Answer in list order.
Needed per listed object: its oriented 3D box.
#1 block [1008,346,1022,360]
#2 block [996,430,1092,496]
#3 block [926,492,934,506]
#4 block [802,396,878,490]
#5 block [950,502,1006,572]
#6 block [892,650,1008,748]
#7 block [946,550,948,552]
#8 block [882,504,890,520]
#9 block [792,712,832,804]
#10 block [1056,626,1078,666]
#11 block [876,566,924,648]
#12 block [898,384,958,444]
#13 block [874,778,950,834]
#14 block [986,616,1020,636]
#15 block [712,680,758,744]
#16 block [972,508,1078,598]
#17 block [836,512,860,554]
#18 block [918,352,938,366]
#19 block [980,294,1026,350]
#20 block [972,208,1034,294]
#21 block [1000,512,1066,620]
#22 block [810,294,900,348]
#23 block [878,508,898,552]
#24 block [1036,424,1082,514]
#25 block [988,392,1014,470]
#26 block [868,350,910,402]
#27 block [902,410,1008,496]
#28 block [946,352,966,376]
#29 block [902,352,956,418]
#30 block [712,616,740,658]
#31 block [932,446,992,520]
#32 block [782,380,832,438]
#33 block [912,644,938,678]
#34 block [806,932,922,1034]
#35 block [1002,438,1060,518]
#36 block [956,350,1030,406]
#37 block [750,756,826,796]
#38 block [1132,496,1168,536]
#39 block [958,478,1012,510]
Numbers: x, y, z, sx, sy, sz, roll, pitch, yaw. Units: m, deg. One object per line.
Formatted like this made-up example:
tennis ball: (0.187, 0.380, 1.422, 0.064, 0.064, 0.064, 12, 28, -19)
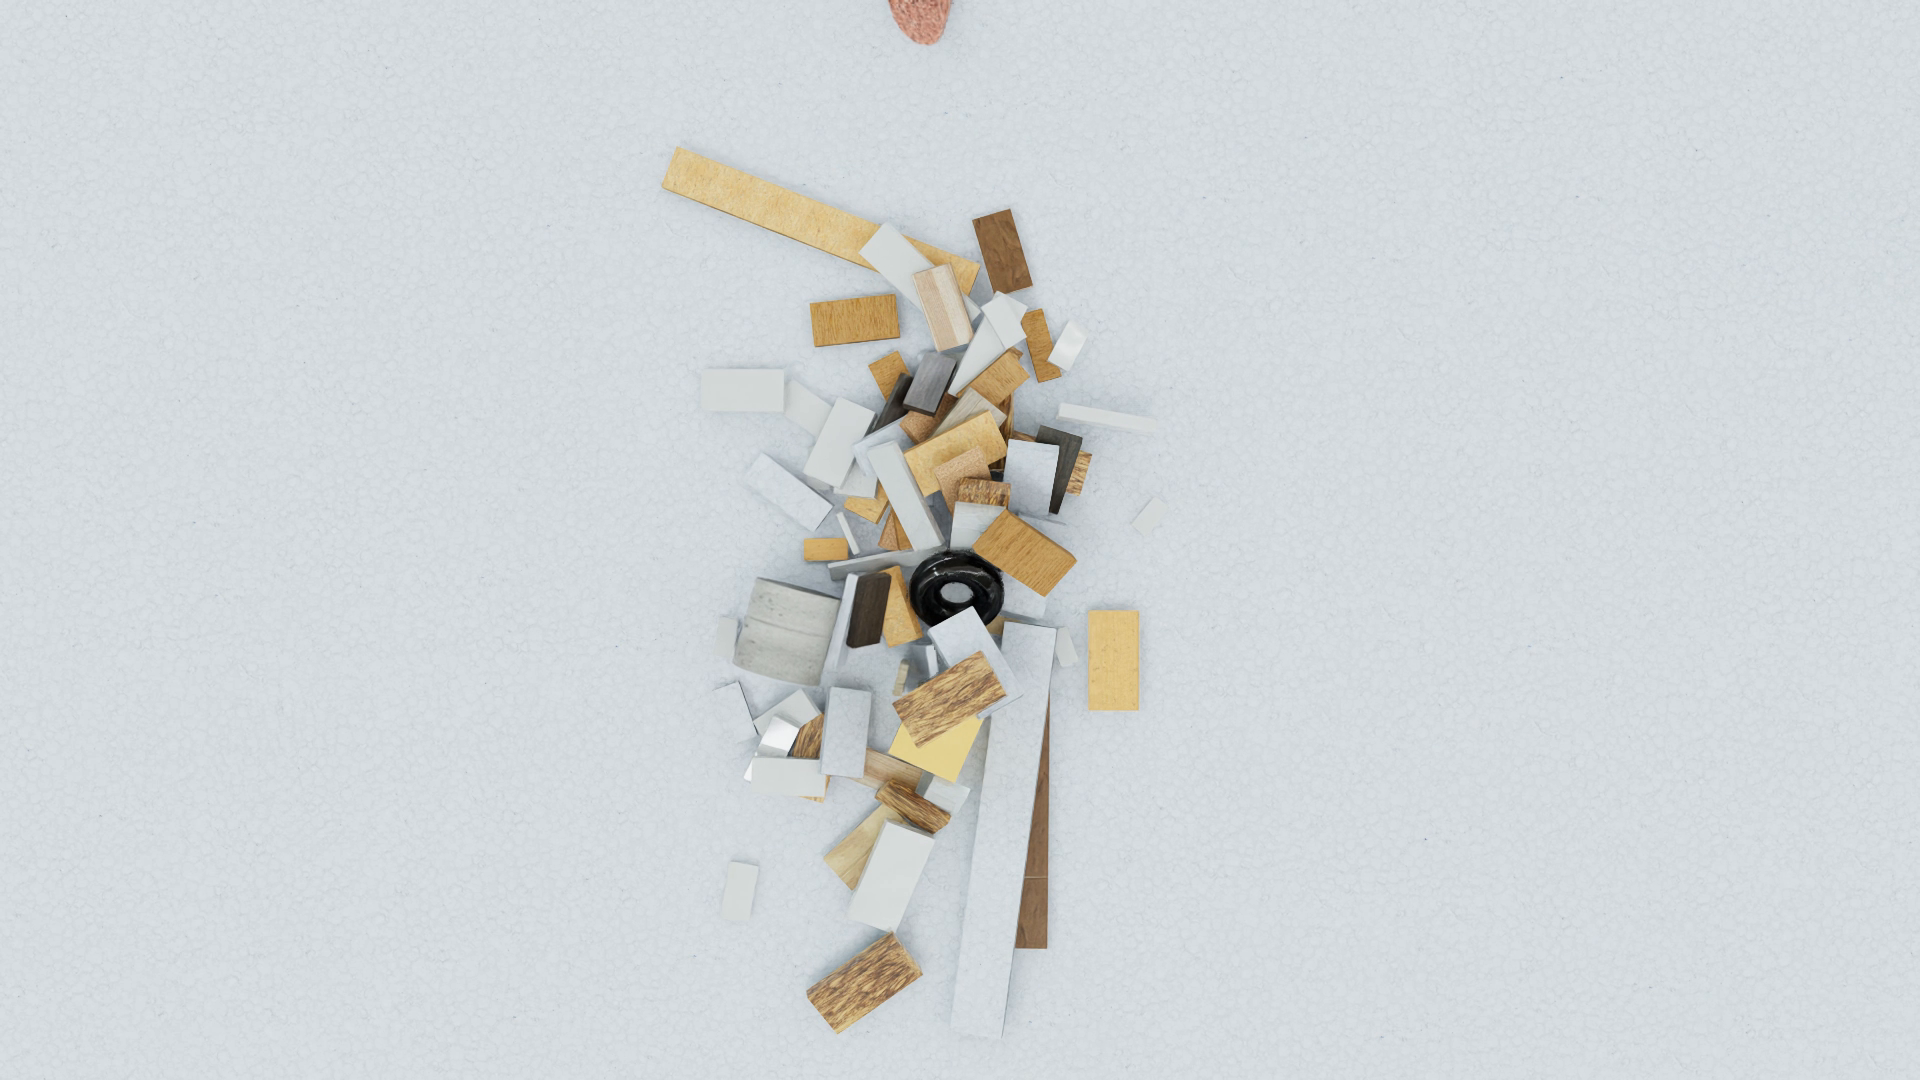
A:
block: (0.134, -0.629, 5.490, 0.140, 0.020, 0.070, 33, 90, 0)
block: (0.279, -0.257, 5.479, 0.290, 0.041, 0.145, 17, 90, 0)
block: (-0.099, -0.208, 5.452, 0.027, 0.095, 0.191, 1, 90, 0)
block: (-0.394, -0.318, 5.425, 0.138, 0.039, 0.276, 24, 85, 13)
block: (0.051, 0.012, 5.363, 0.163, 0.327, 0.046, 6, 47, -1)
block: (-0.031, 0.505, 5.218, 0.330, 0.047, 0.165, -32, 77, 5)
block: (-0.050, 0.062, 5.468, 0.094, 0.047, 0.013, -27, 47, -11)
block: (-0.213, -0.161, 5.486, 0.095, 0.027, 0.191, 43, 90, 0)
block: (-0.483, 0.715, 5.480, 0.143, 0.040, 0.285, 16, 90, 0)
block: (0.346, 0.355, 5.491, 0.061, 0.017, 0.122, -20, 90, 0)
block: (-0.219, 0.220, 5.450, 0.125, 0.035, 0.249, -19, 90, 35)
block: (-0.095, -0.420, 5.415, 0.114, 0.032, 0.228, 50, 64, -29)
block: (-0.156, 0.877, 5.426, 0.235, 0.117, 0.033, 34, 52, -9)
block: (0.133, 0.285, 5.491, 0.122, 0.017, 0.061, 12, 90, 0)
block: (-0.748, 0.575, 5.487, 0.095, 0.027, 0.190, -19, 90, 0)
block: (0.210, 0.044, 5.302, 0.327, 0.046, 0.163, 33, 104, -35)
block: (-0.369, -0.022, 5.464, 0.020, 0.072, 0.144, -24, 90, 0)
block: (-0.100, -0.550, 5.474, 0.070, 0.020, 0.140, -4, 93, 21)
block: (0.143, -0.711, 5.381, 0.080, 0.023, 0.159, -33, 103, -5)
block: (0.141, -0.952, 5.481, 0.133, 0.038, 0.266, -17, 90, 0)
block: (0.232, 0.085, 5.437, 0.163, 0.046, 0.327, 14, 104, -1)
block: (-0.349, -0.728, 5.480, 0.285, 0.040, 0.143, -6, 90, 0)
block: (-0.194, -0.055, 5.464, 0.095, 0.027, 0.191, 19, 94, -21)
block: (0.292, -0.228, 5.398, 0.145, 0.041, 0.290, 17, 126, 0)
block: (0.103, -0.375, 5.452, 0.145, 0.041, 0.290, 0, 86, 14)
block: (-0.197, -0.487, 5.484, 0.111, 0.031, 0.262, -27, 90, 0)
block: (-0.013, -0.281, 5.332, 0.312, 0.044, 0.156, -27, 103, -4)
block: (-0.022, -0.584, 5.490, 0.140, 0.020, 0.070, -10, 90, 0)
block: (-0.097, -0.509, 5.385, 0.108, 0.031, 0.216, 18, 64, 9)
block: (-0.779, 0.324, 5.491, 0.065, 0.018, 0.130, 10, 90, 0)
block: (0.024, -0.170, 5.342, 0.162, 0.325, 0.046, -27, 61, -3)
block: (-0.498, -0.425, 5.484, 0.222, 0.031, 0.111, 35, 90, 0)
block: (-0.113, 0.394, 5.395, 0.030, 0.210, 0.105, -9, 90, -14)
block: (-0.315, 1.463, 5.450, 0.346, 0.049, 0.173, -35, 108, 0)
block: (0.219, -0.175, 5.379, 0.162, 0.046, 0.325, 8, 129, 0)
block: (0.108, -0.505, 5.394, 0.223, 0.032, 0.112, -41, 104, 1)
block: (-0.564, 0.776, 5.422, 0.243, 0.034, 0.121, 3, 95, -8)
block: (0.633, -0.080, 5.491, 0.061, 0.017, 0.122, 40, 90, 0)
block: (0.067, -0.079, 5.352, 0.162, 0.325, 0.046, 7, 55, -1)
